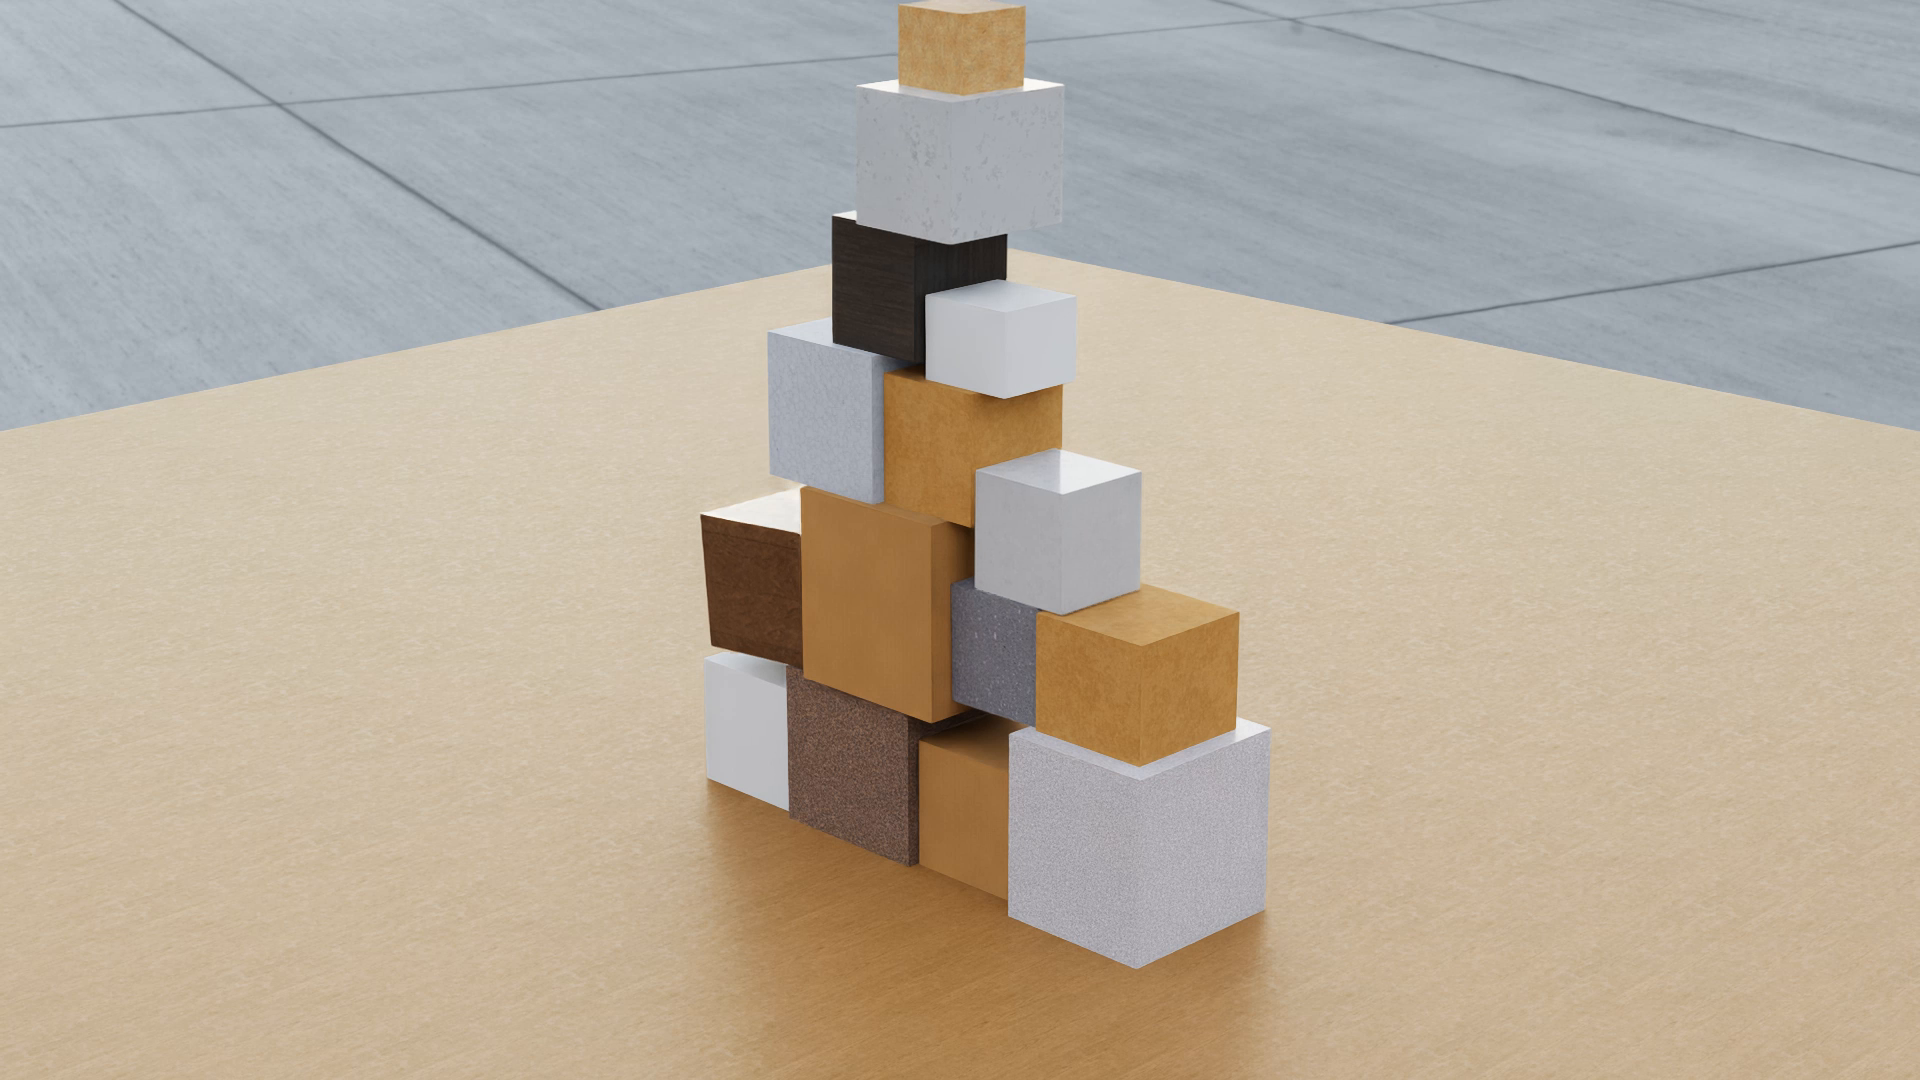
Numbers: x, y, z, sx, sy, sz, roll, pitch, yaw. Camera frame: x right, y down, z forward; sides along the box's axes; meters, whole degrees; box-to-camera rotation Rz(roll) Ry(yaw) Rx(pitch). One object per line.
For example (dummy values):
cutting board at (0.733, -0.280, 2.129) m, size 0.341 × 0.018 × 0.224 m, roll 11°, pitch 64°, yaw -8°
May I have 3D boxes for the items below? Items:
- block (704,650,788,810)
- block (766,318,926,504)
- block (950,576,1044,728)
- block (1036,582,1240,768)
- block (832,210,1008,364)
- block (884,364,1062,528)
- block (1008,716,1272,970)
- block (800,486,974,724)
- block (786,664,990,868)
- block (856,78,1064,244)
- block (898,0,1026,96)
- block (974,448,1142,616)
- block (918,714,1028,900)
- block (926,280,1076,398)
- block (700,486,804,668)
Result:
block at (-0.807, 0.886, 14.476) m, size 0.617 × 0.630 × 0.663 m, roll -17°, pitch 24°, yaw -42°
block at (-0.377, -0.636, 13.553) m, size 0.739 × 0.683 × 0.698 m, roll -17°, pitch 24°, yaw -42°
block at (0.339, 0.453, 13.110) m, size 0.534 × 0.550 × 0.530 m, roll -17°, pitch 23°, yaw -42°
block at (0.770, 0.571, 12.735) m, size 0.636 × 0.542 × 0.605 m, roll -17°, pitch 24°, yaw -42°
block at (-0.181, -1.171, 13.144) m, size 0.579 × 0.582 × 0.528 m, roll -17°, pitch 25°, yaw -42°
block at (0.060, -0.460, 13.130) m, size 0.582 × 0.600 × 0.546 m, roll -17°, pitch 24°, yaw -42°
block at (0.788, 1.247, 12.932) m, size 0.861 × 0.866 × 0.762 m, roll -17°, pitch 24°, yaw -42°
block at (-0.152, 0.207, 13.552) m, size 0.787 × 0.925 × 0.855 m, roll -17°, pitch 24°, yaw -42°
block at (-0.273, 0.975, 13.945) m, size 0.728 × 0.777 × 0.827 m, roll -17°, pitch 24°, yaw -42°
block at (0.000, -1.681, 12.795) m, size 0.693 × 0.607 × 0.584 m, roll -17°, pitch 25°, yaw -42°
block at (0.007, -2.134, 12.650) m, size 0.377 × 0.343 × 0.395 m, roll -17°, pitch 25°, yaw -42°
block at (0.430, -0.045, 12.857) m, size 0.506 × 0.542 × 0.523 m, roll -17°, pitch 24°, yaw -42°
block at (0.273, 1.211, 13.462) m, size 0.628 × 0.617 × 0.677 m, roll -17°, pitch 24°, yaw -42°
block at (0.180, -0.886, 12.853) m, size 0.452 × 0.380 × 0.483 m, roll -17°, pitch 24°, yaw -42°
block at (-0.734, 0.172, 14.164) m, size 0.675 × 0.662 × 0.734 m, roll -17°, pitch 19°, yaw -42°
